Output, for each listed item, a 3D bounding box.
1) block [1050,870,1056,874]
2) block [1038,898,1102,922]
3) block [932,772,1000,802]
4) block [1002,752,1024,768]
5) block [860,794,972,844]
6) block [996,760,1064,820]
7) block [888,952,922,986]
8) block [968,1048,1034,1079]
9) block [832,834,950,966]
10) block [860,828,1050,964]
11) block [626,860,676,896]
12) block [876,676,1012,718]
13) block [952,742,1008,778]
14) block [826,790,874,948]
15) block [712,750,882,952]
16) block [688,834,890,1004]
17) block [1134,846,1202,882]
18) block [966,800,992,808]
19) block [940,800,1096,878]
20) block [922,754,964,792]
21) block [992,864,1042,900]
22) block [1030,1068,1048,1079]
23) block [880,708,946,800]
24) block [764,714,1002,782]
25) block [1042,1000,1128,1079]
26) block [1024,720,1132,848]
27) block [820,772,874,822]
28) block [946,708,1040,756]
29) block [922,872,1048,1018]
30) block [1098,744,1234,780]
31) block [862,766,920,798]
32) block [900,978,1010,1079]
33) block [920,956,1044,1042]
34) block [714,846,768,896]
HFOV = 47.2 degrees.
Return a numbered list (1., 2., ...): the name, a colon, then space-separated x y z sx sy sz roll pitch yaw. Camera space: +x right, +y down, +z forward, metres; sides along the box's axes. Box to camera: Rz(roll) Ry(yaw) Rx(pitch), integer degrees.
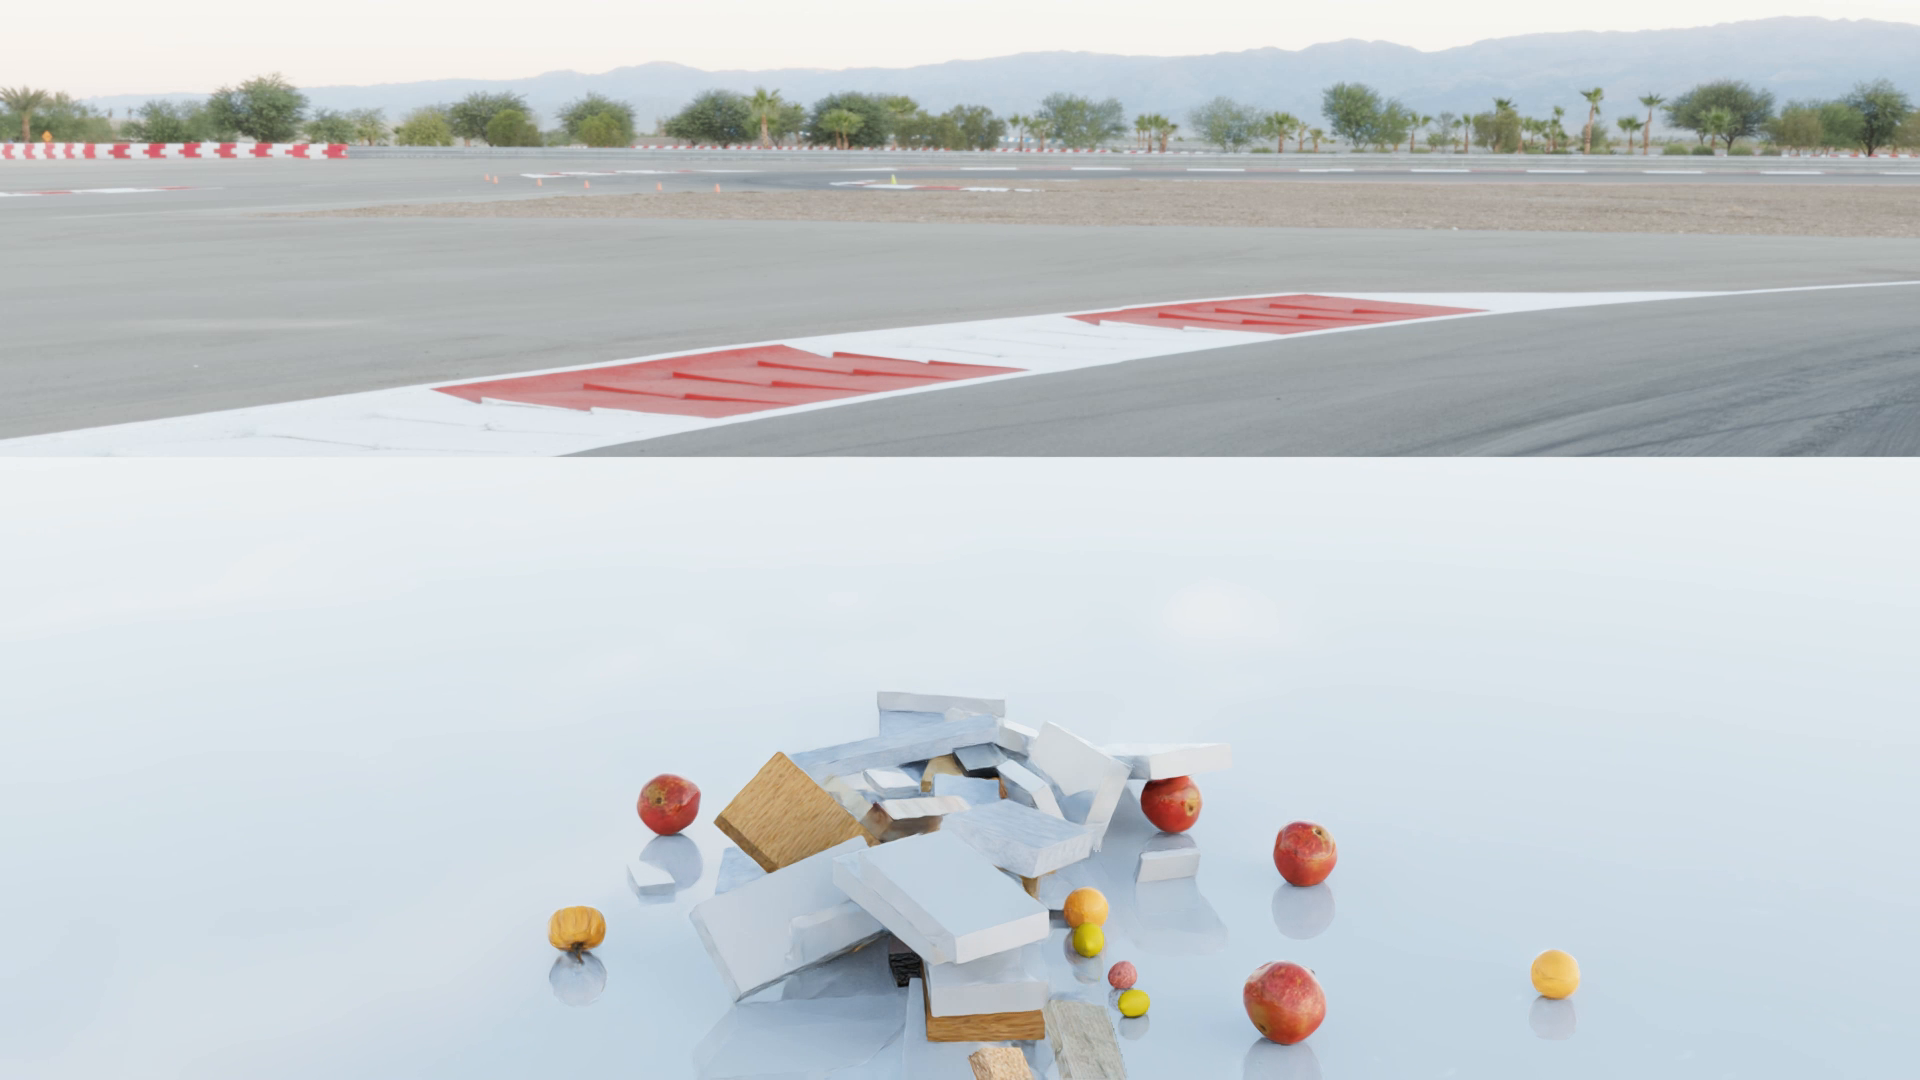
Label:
1. block: 0.142 0.553 3.825 0.054 0.015 0.109 1 11 6
2. block: 0.175 0.600 3.574 0.109 0.015 0.054 2 11 9
3. block: 0.012 0.494 3.909 0.119 0.034 0.239 7 23 -4
4. block: 0.099 0.441 4.297 0.081 0.023 0.161 31 -2 -22
5. block: -0.097 0.493 3.616 0.042 0.148 0.295 43 14 22
6. block: 0.133 0.471 3.908 0.034 0.119 0.239 -27 11 -11
7. block: -0.077 0.648 3.319 0.049 0.014 0.099 -2 11 -9
8. block: 0.074 0.694 2.651 0.024 0.166 0.083 -40 -31 23
9. block: -0.050 0.508 3.129 0.143 0.041 0.286 -12 22 -29
10. block: -0.012 0.491 3.053 0.143 0.041 0.286 -11 21 -27
11. block: -0.523 0.571 3.722 0.062 0.018 0.124 -3 11 -17
12. block: -0.033 0.336 4.721 0.273 0.039 0.136 4 10 6
13. block: 0.040 0.420 4.165 0.081 0.023 0.161 -9 11 -9
14. block: -0.224 0.520 3.433 0.123 0.247 0.035 -4 -24 -25
15. block: -0.222 0.480 3.409 0.148 0.295 0.042 -47 -2 -34
16. block: -0.240 0.564 3.291 0.295 0.148 0.042 -19 -22 -32
17. block: 0.352 0.551 3.729 0.109 0.054 0.015 -4 39 -19
18. block: 0.061 0.523 3.766 0.119 0.034 0.238 6 22 -7
19. block: 0.090 0.457 3.384 0.156 0.044 0.311 18 4 18
20. block: -0.018 0.435 4.232 0.081 0.023 0.278 1 11 5
21. block: 0.043 0.531 3.399 0.158 0.045 0.316 1 10 5
22. block: 0.123 0.722 2.751 0.167 0.024 0.083 28 20 36
23. block: -0.090 0.424 4.456 0.136 0.039 0.729 -1 11 -3
24. block: -0.153 0.413 4.293 0.458 0.034 0.118 -11 9 -4
25. block: 0.164 0.662 2.791 0.083 0.024 0.167 13 38 -27
26. block: 0.201 0.442 4.011 0.044 0.156 0.311 23 0 -22
27. block: -0.160 0.492 3.898 0.034 0.118 0.237 -48 24 -9
28. block: 0.105 0.399 4.487 0.136 0.039 0.273 14 0 -38
29. block: 0.025 0.564 3.095 0.158 0.045 0.316 -3 19 -5
30. block: 0.321 0.412 4.099 0.156 0.044 0.548 -6 -3 -18
31. block: -0.131 0.455 4.134 0.068 0.019 0.136 -4 11 -19
32. block: -0.007 0.740 2.748 0.143 0.041 0.919 0 11 1
33. block: 0.023 0.612 3.203 0.158 0.045 0.475 -1 10 -3
34. block: -0.338 0.560 3.678 0.123 0.035 0.247 -8 9 -1
